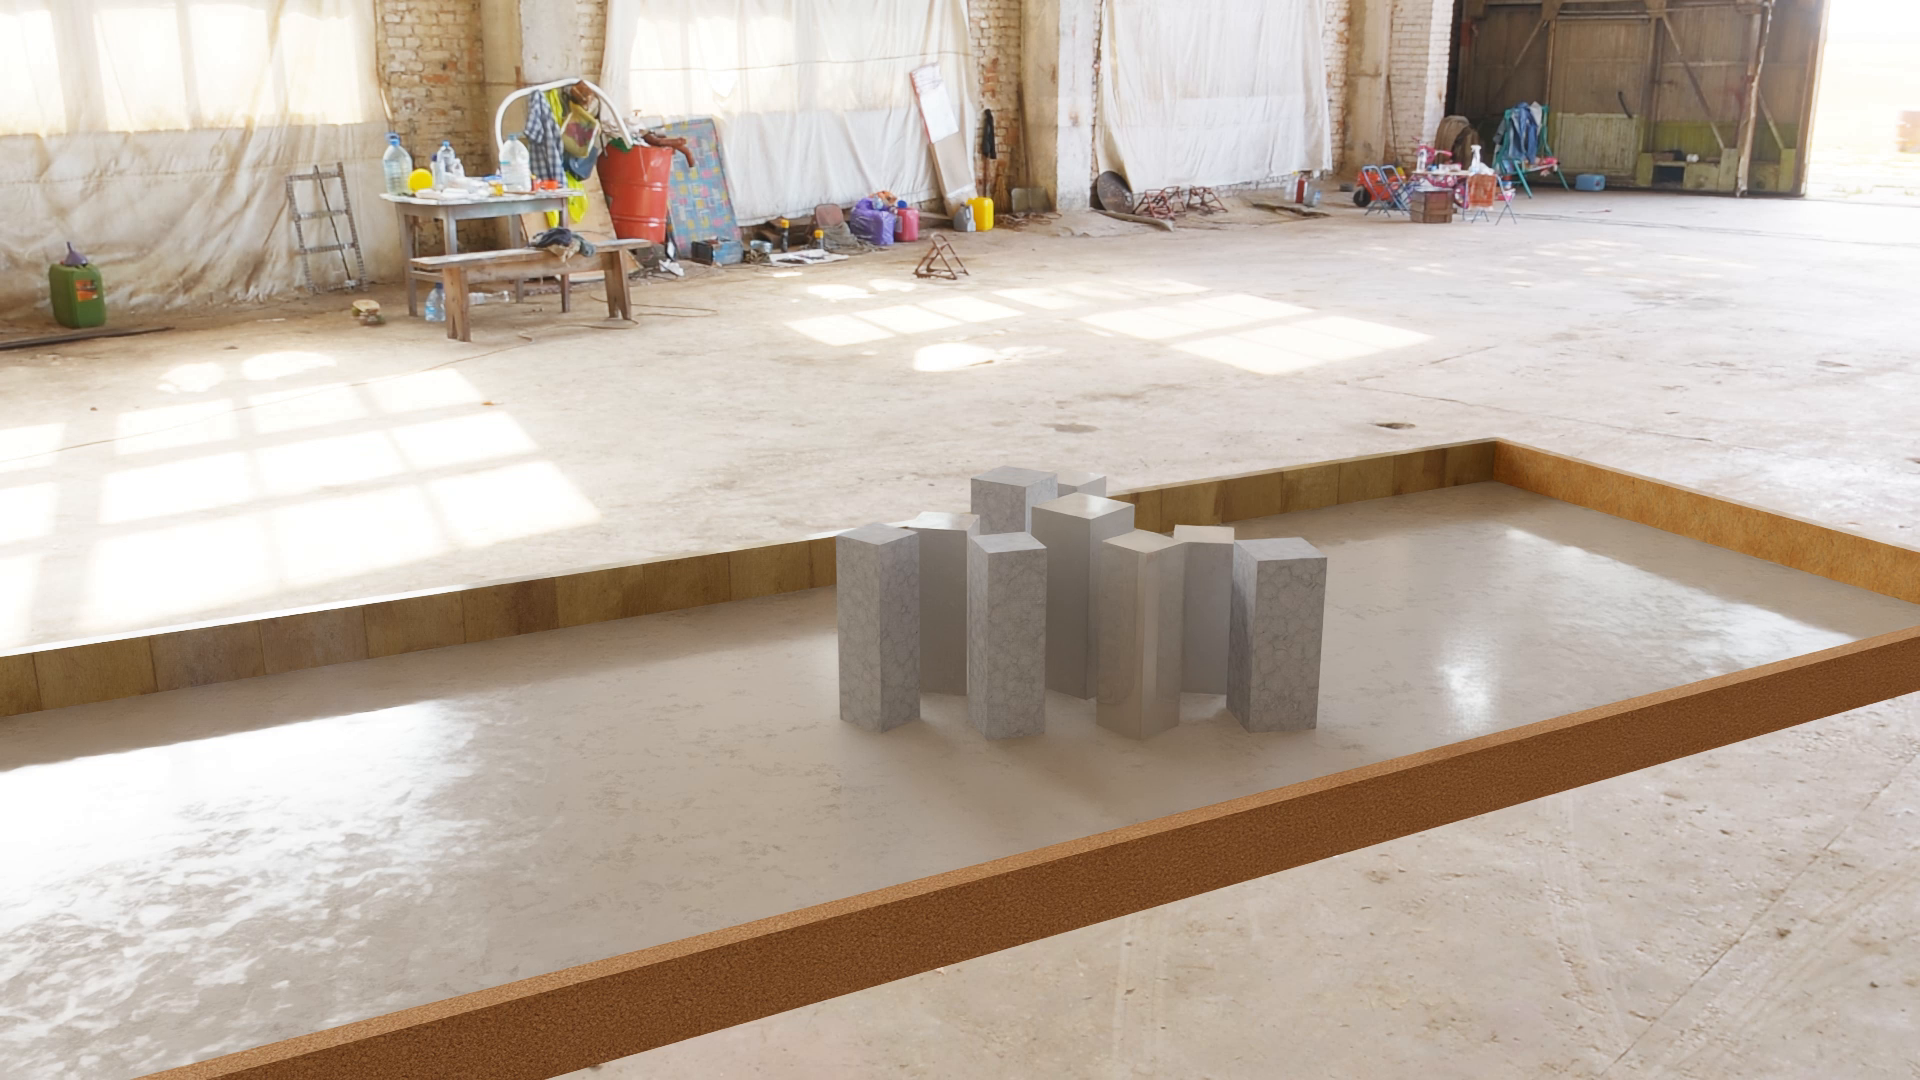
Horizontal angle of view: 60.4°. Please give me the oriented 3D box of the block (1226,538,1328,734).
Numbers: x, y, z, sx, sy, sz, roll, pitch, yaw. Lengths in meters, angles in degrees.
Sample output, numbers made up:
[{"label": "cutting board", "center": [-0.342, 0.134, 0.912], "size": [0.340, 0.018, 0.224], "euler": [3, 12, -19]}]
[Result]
[{"label": "block", "center": [0.737, 0.221, 3.859], "size": [0.165, 0.419, 0.165], "euler": [-3, 17, -9]}]

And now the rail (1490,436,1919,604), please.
[{"label": "rail", "center": [2.466, -0.048, 5.253], "size": [0.050, 0.150, 2.100], "euler": [-9, 18, -27]}]

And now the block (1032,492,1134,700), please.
[{"label": "block", "center": [0.300, 0.135, 4.081], "size": [0.179, 0.458, 0.179], "euler": [14, 21, 39]}]

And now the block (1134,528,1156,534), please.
[{"label": "block", "center": [0.434, 0.138, 4.326], "size": [0.126, 0.316, 0.126], "euler": [14, 21, 39]}]

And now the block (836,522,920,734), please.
[{"label": "block", "center": [-0.190, 0.204, 3.852], "size": [0.135, 0.456, 0.135], "euler": [14, 21, 39]}]

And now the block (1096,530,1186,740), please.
[{"label": "block", "center": [0.418, 0.219, 3.813], "size": [0.137, 0.450, 0.137], "euler": [-15, 22, -41]}]

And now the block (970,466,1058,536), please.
[{"label": "block", "center": [0.142, 0.053, 4.358], "size": [0.165, 0.459, 0.165], "euler": [10, 19, 31]}]

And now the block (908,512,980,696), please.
[{"label": "block", "center": [-0.038, 0.156, 4.076], "size": [0.145, 0.422, 0.145], "euler": [4, 17, 12]}]

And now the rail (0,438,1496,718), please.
[{"label": "rail", "center": [-3.305, 0.497, 3.399], "size": [12.000, 0.150, 0.050], "euler": [-9, 18, -27]}]

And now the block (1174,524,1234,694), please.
[{"label": "block", "center": [0.596, 0.172, 4.084], "size": [0.145, 0.388, 0.145], "euler": [3, 17, 9]}]

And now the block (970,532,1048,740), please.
[{"label": "block", "center": [0.109, 0.220, 3.808], "size": [0.139, 0.449, 0.139], "euler": [-5, 17, -16]}]

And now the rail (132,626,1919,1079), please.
[{"label": "rail", "center": [-2.336, 1.006, 1.665], "size": [12.000, 0.150, 0.050], "euler": [-9, 18, -27]}]

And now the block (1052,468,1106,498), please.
[{"label": "block", "center": [0.298, 0.022, 4.562], "size": [0.149, 0.405, 0.149], "euler": [12, 20, 35]}]
